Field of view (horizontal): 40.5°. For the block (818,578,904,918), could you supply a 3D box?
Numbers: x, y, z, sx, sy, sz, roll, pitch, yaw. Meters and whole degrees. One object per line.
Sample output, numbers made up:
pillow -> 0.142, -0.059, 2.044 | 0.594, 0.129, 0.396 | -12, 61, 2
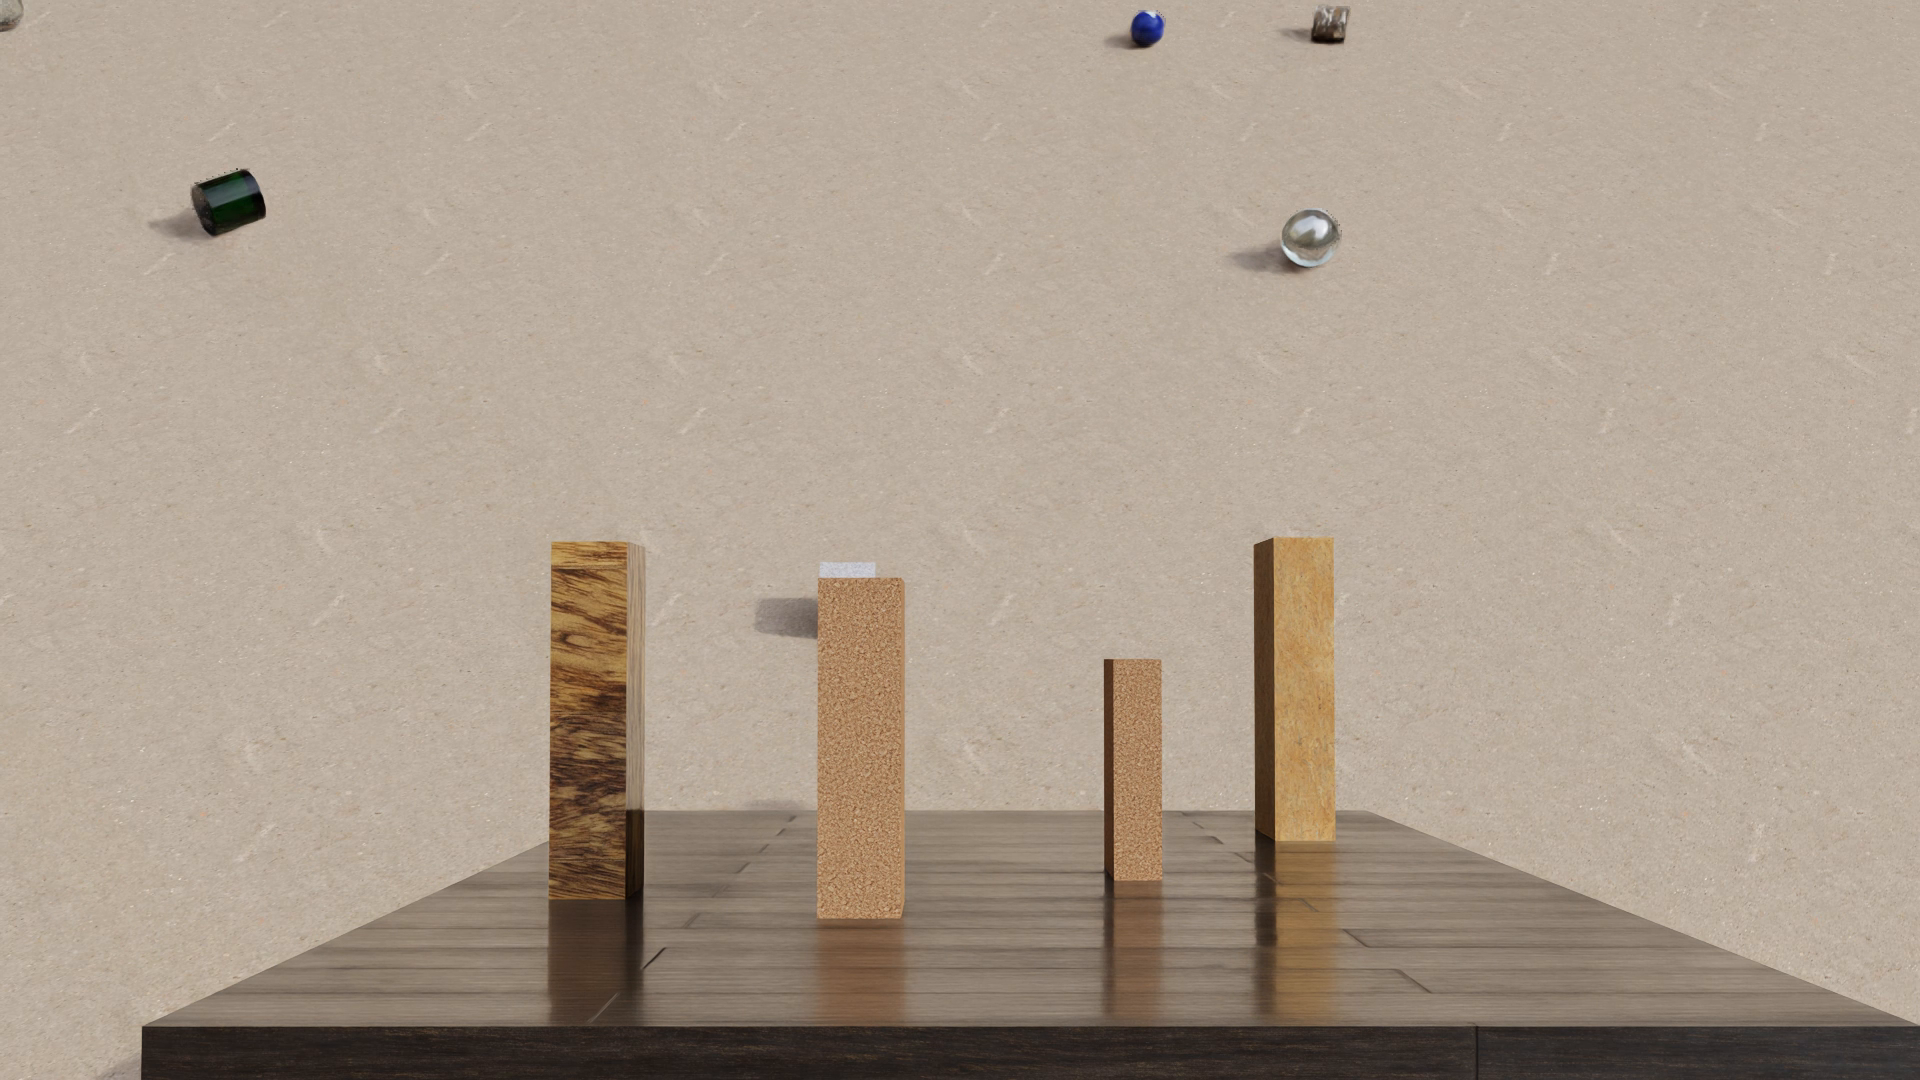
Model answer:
block -> -0.160, 0.335, 4.262 | 0.132, 0.538, 0.289 | 0, -2, 0

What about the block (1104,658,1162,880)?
block -> 0.328, 0.431, 4.963 | 0.089, 0.407, 0.324 | 0, -2, 0

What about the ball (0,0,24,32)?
ball -> -3.981, -2.202, 10.808 | 0.171, 0.171, 0.171 | 0, 37, 0

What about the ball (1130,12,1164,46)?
ball -> 0.772, -2.106, 10.706 | 0.140, 0.140, 0.140 | 0, 37, 0

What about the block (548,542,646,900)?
block -> -0.635, 0.313, 4.570 | 0.130, 0.610, 0.262 | 0, -2, 0

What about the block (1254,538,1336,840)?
block -> 0.770, 0.341, 6.016 | 0.134, 0.678, 0.400 | 0, -2, 0

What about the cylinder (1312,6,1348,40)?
cylinder -> 1.532, -2.137, 10.755 | 0.130, 0.130, 0.130 | 8, 38, 12

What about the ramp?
ramp -> 0.081, 0.683, 4.917 | 2.000, 0.100, 4.000 | 0, -2, 0

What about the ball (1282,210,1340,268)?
ball -> 1.249, -1.077, 9.276 | 0.206, 0.206, 0.206 | 0, 37, 0

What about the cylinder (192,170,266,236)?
cylinder -> -2.670, -1.232, 9.493 | 0.193, 0.193, 0.193 | -25, 44, -29

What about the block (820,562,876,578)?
block -> -0.331, 0.179, 7.633 | 0.162, 0.162, 0.162 | 0, 37, 0
